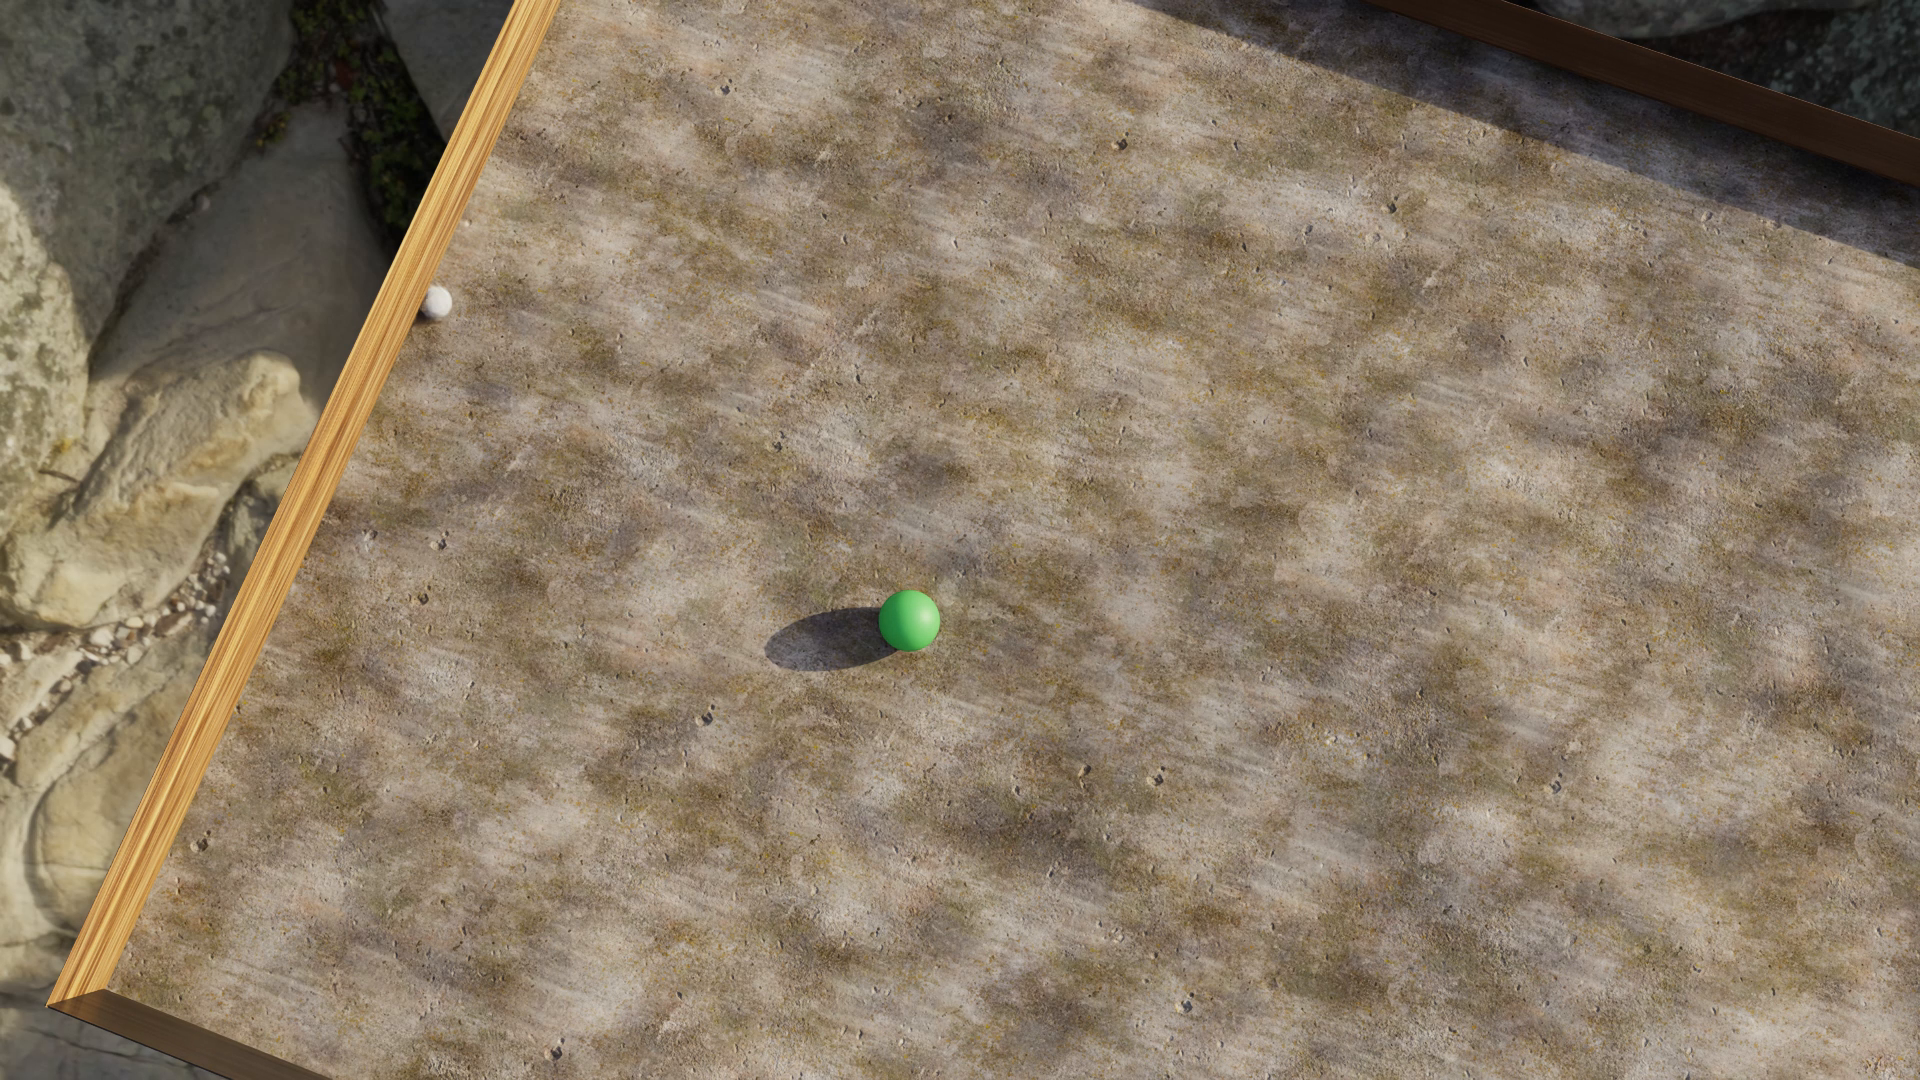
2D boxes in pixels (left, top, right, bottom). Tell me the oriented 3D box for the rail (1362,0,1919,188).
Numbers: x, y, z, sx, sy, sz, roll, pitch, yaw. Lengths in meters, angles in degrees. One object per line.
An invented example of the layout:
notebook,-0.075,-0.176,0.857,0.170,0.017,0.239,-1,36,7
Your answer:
rail,1.275,-0.659,3.476,3.832,0.120,0.045,20,77,5

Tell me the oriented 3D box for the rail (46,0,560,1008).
rail,-0.875,-0.324,3.391,0.045,0.120,2.204,20,77,5

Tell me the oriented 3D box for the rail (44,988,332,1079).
rail,0.519,1.298,2.980,3.832,0.120,0.045,20,77,5

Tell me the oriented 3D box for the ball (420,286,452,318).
ball,-0.821,-0.372,3.440,0.051,0.051,0.051,0,76,0

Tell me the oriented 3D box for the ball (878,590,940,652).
ball,-0.076,0.121,3.294,0.093,0.093,0.093,0,76,0
